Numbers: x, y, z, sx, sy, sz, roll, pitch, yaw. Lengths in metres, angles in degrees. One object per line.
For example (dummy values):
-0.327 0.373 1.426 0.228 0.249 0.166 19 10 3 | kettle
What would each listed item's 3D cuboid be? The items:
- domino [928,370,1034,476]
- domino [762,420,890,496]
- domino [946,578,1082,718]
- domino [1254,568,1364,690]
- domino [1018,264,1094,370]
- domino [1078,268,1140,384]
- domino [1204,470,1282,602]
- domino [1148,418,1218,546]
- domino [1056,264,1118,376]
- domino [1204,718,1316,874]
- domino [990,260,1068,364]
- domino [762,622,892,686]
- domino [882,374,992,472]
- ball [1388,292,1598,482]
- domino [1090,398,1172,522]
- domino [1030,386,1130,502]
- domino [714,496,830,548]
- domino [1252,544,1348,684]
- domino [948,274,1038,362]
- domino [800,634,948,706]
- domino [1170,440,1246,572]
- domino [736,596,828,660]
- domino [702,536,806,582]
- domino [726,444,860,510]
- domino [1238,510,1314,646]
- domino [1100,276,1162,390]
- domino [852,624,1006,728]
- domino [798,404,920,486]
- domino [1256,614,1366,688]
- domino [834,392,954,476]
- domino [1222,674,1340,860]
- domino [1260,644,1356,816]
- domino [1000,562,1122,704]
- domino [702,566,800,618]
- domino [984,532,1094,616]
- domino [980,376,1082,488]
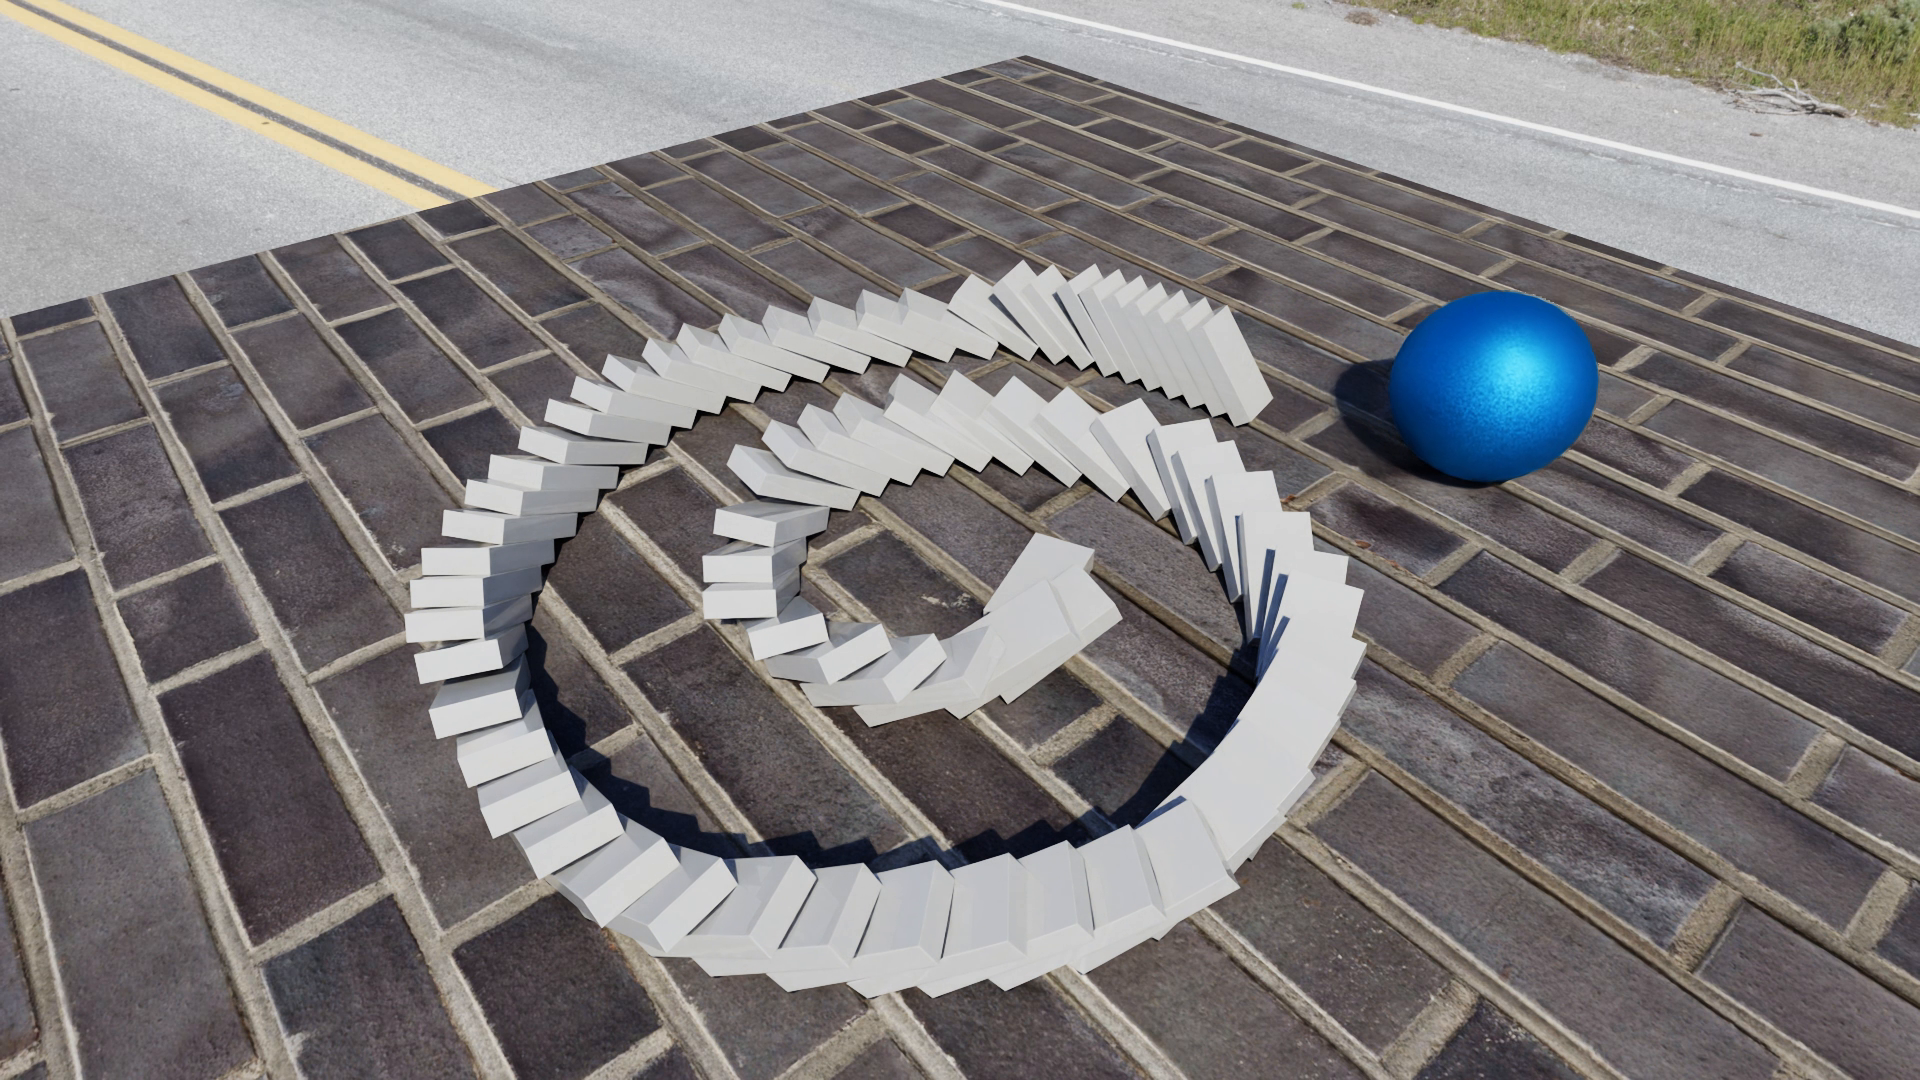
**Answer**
0.012 -0.052 0.487 0.050 0.010 0.025 34 38 -7 | domino
-0.056 -0.034 0.462 0.050 0.010 0.025 17 19 -45 | domino
0.015 0.037 0.376 0.050 0.009 0.025 -33 46 12 | domino
0.118 0.038 0.376 0.025 0.009 0.050 17 75 14 | domino
0.054 -0.113 0.556 0.050 0.009 0.025 50 47 -7 | domino
0.080 -0.106 0.544 0.009 0.050 0.025 -16 19 49 | domino
0.113 -0.002 0.427 0.025 0.010 0.050 -4 68 -9 | domino
0.098 -0.024 0.455 0.025 0.010 0.050 -10 69 -13 | domino
0.070 -0.110 0.550 0.009 0.050 0.025 -17 18 49 | domino
0.078 0.080 0.325 0.050 0.009 0.025 -48 52 -2 | domino
0.040 -0.116 0.561 0.050 0.009 0.025 48 45 -9 | domino
-0.047 0.038 0.376 0.025 0.009 0.050 -28 12 -29 | domino
-0.009 -0.052 0.486 0.050 0.009 0.025 29 33 -16 | domino
0.225 -0.065 0.467 0.080 0.080 0.080 0 39 0 | ball
0.080 -0.035 0.469 0.025 0.009 0.050 -25 72 -27 | domino
0.057 -0.042 0.477 0.050 0.010 0.025 42 50 4 | domino
-0.073 -0.008 0.435 0.025 0.009 0.050 12 11 15 | domino
0.121 0.028 0.390 0.025 0.009 0.050 10 70 12 | domino
0.021 -0.115 0.567 0.050 0.009 0.025 33 44 -2 | domino
-0.030 0.044 0.368 0.050 0.009 0.025 -12 22 50 | domino
0.105 -0.014 0.441 0.025 0.009 0.050 -11 69 -13 | domino
-0.063 0.030 0.386 0.025 0.009 0.050 -15 8 -15 | domino
-0.076 0.007 0.415 0.025 0.010 0.050 0 8 6 | domino
-0.068 -0.025 0.454 0.050 0.009 0.025 9 24 -48 | domino
0.118 0.014 0.409 0.025 0.010 0.050 1 67 1 | domino
0.090 -0.101 0.539 0.009 0.050 0.025 -16 19 49 | domino
-0.010 0.046 0.365 0.050 0.009 0.025 -21 25 38 | domino
-0.043 -0.041 0.470 0.050 0.009 0.025 19 21 -39 | domino
0.110 0.052 0.360 0.025 0.010 0.050 24 78 27 | domino
-0.028 -0.046 0.476 0.050 0.009 0.025 21 21 -36 | domino
0.092 0.069 0.337 0.025 0.009 0.050 32 83 29 | domino
0.101 0.061 0.348 0.025 0.010 0.050 28 81 29 | domino
0.029 0.032 0.388 0.050 0.010 0.025 -36 46 -3 | domino
-0.075 0.019 0.401 0.025 0.010 0.050 -2 8 1 | domino
0.031 0.018 0.421 0.025 0.010 0.050 17 42 20 | domino
0.036 -0.048 0.483 0.050 0.009 0.025 39 46 -1 | domino
